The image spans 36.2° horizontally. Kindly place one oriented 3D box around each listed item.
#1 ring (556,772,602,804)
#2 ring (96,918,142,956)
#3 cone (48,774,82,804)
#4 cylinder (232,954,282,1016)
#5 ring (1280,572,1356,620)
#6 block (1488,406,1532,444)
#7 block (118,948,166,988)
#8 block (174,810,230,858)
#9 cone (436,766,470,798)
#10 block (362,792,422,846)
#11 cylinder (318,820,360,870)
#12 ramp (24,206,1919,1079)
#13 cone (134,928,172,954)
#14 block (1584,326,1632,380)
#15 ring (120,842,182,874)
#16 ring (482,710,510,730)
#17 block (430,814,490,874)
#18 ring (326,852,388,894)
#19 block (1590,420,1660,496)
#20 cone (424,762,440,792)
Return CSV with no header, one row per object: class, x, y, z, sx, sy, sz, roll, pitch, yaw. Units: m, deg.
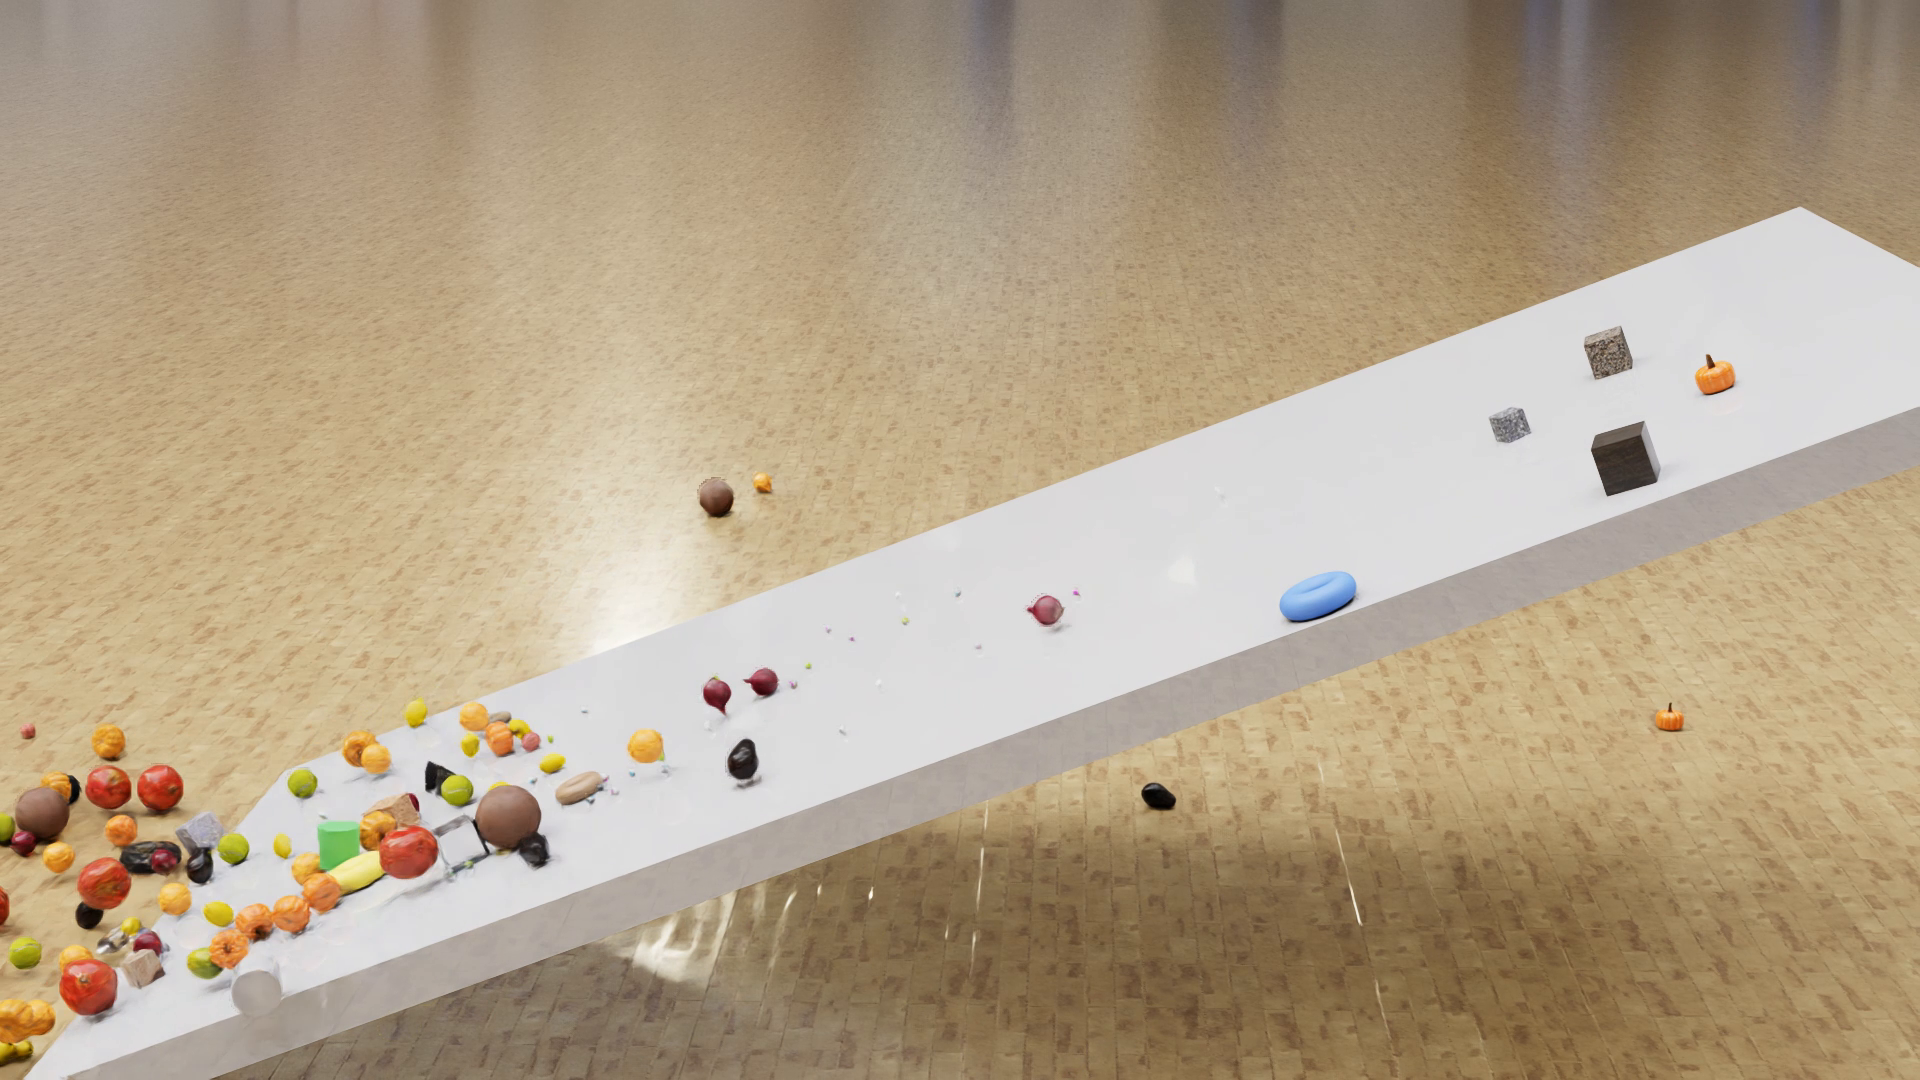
ring,-0.787,0.512,6.076,0.106,0.035,0.106,-22,12,5
ring,-1.846,0.872,6.462,0.112,0.037,0.112,-33,10,7
cone,-2.301,0.649,7.555,0.083,0.083,0.083,-5,-17,-20
cylinder,-1.306,0.827,5.464,0.090,0.090,0.090,-3,12,-12
ring,0.647,0.101,5.317,0.145,0.048,0.145,-22,11,4
block,1.114,-0.233,5.958,0.054,0.054,0.054,-24,12,-12
block,-1.663,0.872,5.981,0.057,0.057,0.057,-30,15,-36
block,-1.799,0.698,6.979,0.078,0.078,0.078,-37,13,-34
cone,-1.126,0.541,6.560,0.072,0.072,0.072,5,14,0
block,-1.228,0.603,6.359,0.076,0.076,0.076,-16,13,24
cylinder,-1.305,0.643,6.182,0.086,0.086,0.086,2,10,0
ramp,0.121,0.175,6.293,4.000,0.100,2.000,-20,12,7
cone,-1.684,0.852,6.168,0.071,0.071,0.071,8,15,10
block,1.361,-0.393,6.173,0.079,0.079,0.079,-18,12,19
ring,-1.943,0.762,7.063,0.147,0.049,0.147,-1,12,0
ring,-1.110,0.432,7.037,0.075,0.025,0.075,-20,13,5
block,-1.006,0.610,5.915,0.081,0.081,0.081,-26,12,-20
ring,-1.248,0.689,6.083,0.138,0.046,0.138,-22,11,4
block,1.204,-0.147,5.319,0.093,0.093,0.093,-17,13,22
cone,-1.168,0.538,6.653,0.071,0.071,0.071,6,14,1
